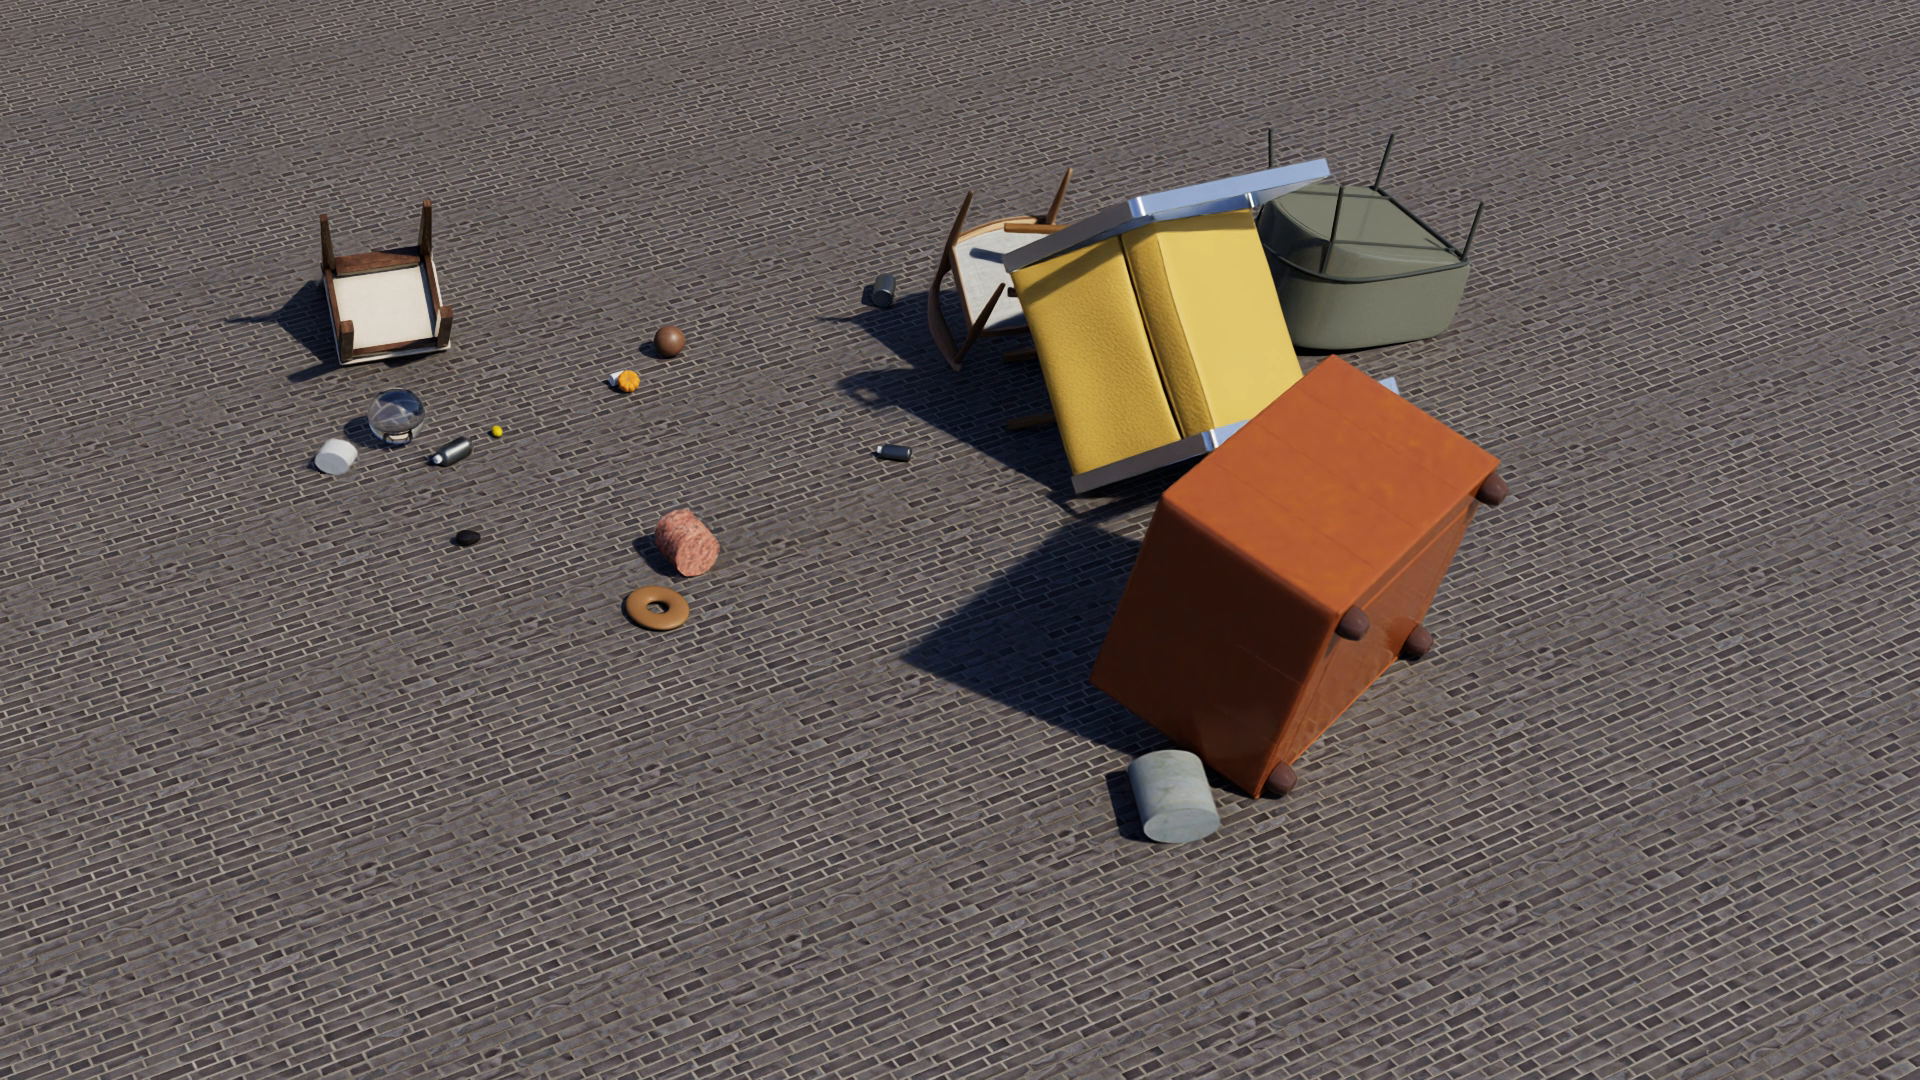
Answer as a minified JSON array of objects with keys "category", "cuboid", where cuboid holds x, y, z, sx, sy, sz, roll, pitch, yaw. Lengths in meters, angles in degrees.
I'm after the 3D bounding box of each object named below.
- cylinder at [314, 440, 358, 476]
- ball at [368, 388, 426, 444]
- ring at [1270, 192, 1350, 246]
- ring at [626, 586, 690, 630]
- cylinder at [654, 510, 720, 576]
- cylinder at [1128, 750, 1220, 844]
[{"category":"cylinder","cuboid":[-2.412,-0.320,11.339,0.137,0.100,0.099,10,34,7]},{"category":"ball","cuboid":[-2.206,-0.486,11.478,0.224,0.224,0.224,0,33,0]},{"category":"ring","cuboid":[1.549,-1.420,12.959,0.387,0.156,0.311,-26,40,-32]},{"category":"ring","cuboid":[-1.088,0.243,10.540,0.217,0.039,0.281,-18,38,-26]},{"category":"cylinder","cuboid":[-1.003,0.009,10.768,0.172,0.181,0.185,17,19,-40]},{"category":"cylinder","cuboid":[0.695,0.834,9.549,0.251,0.143,0.307,-4,34,-5]}]
